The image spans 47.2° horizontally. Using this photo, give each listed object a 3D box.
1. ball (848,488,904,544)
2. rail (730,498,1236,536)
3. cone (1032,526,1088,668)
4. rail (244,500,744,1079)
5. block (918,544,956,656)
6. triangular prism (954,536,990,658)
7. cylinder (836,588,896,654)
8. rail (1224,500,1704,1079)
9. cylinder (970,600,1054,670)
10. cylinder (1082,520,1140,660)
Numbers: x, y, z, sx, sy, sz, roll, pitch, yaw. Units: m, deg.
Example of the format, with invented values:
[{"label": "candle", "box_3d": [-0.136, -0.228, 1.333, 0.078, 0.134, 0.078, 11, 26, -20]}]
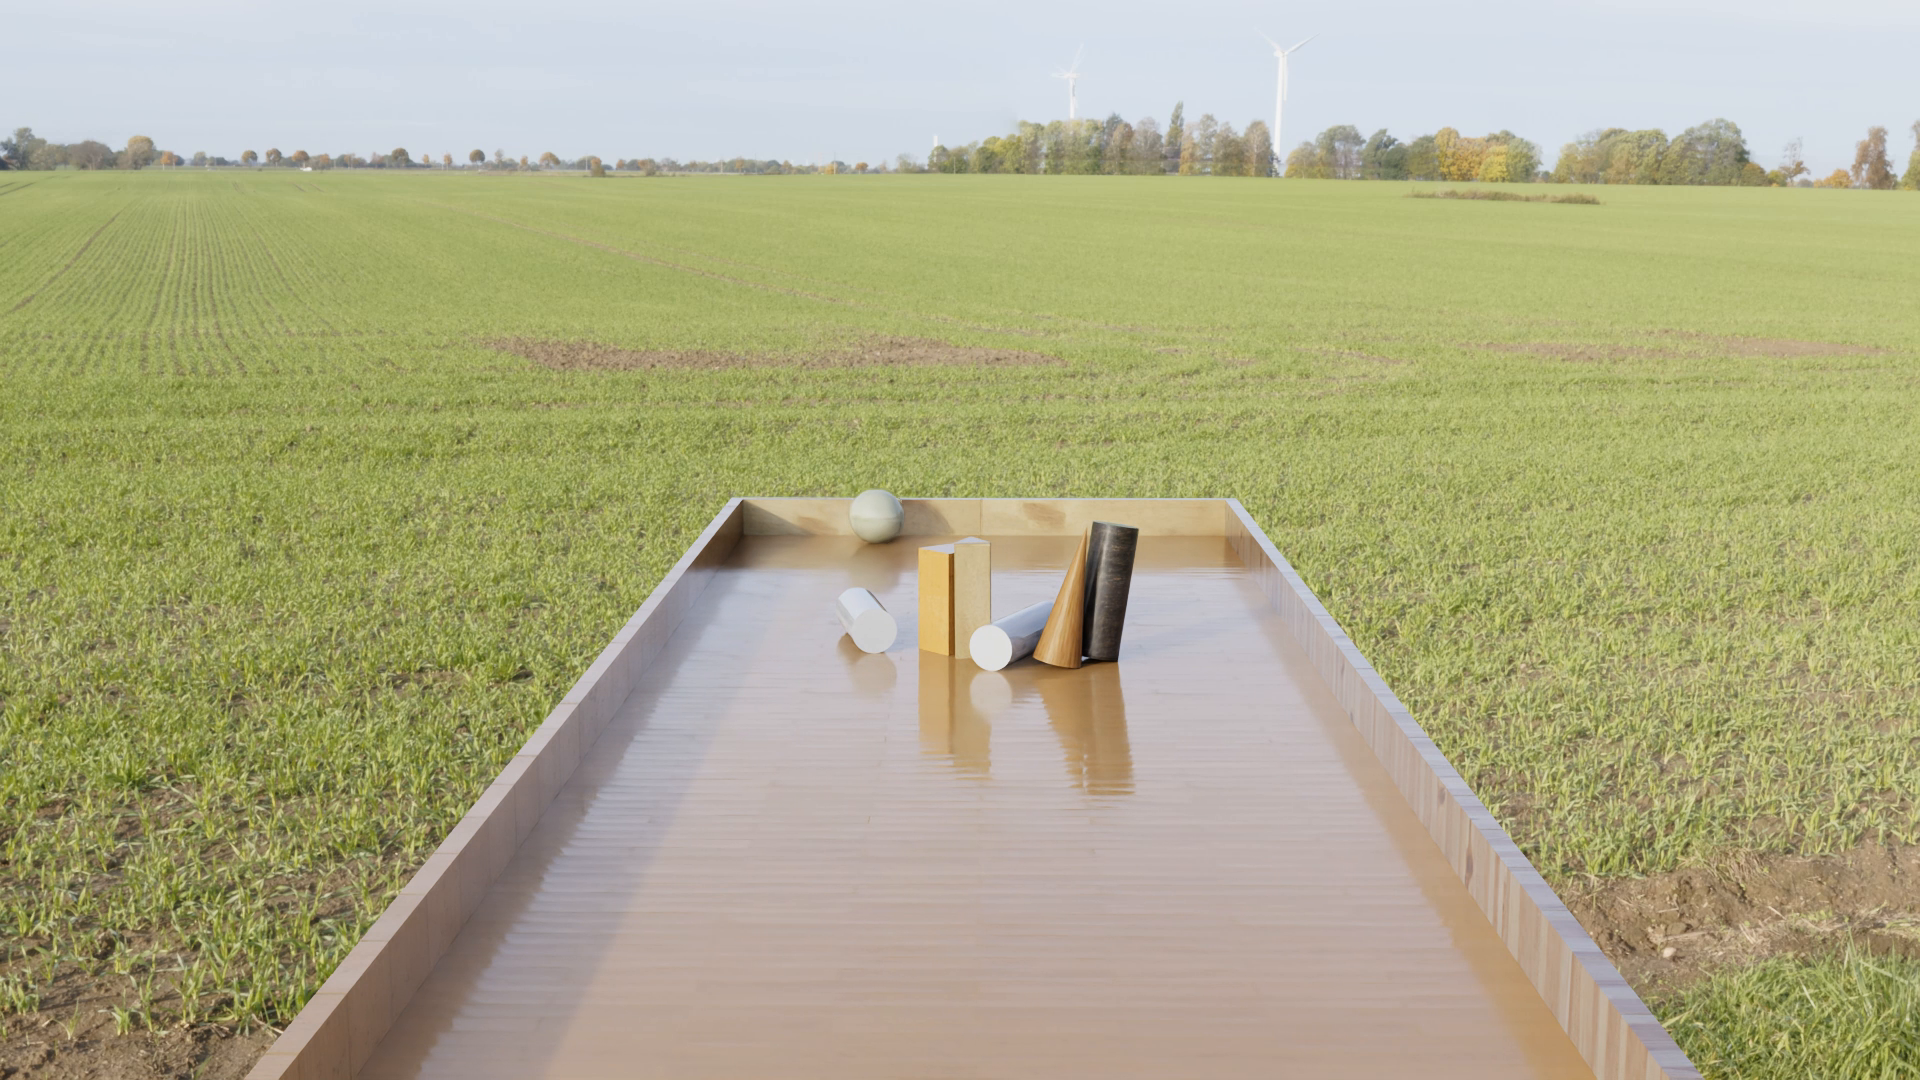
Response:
[{"label": "ball", "box_3d": [-0.341, -0.097, 8.914, 0.221, 0.221, 0.221, 0, 9, 0]}, {"label": "rail", "box_3d": [0.099, -0.098, 9.147, 2.100, 0.150, 0.050, 0, 9, 1]}, {"label": "cone", "box_3d": [0.336, 0.160, 6.584, 0.151, 0.422, 0.151, 12, 7, -2]}, {"label": "rail", "box_3d": [-1.004, 0.839, 3.234, 0.050, 0.150, 12.000, 0, 9, 1]}, {"label": "block", "box_3d": [-0.027, 0.183, 6.834, 0.144, 0.319, 0.144, -8, 12, -40]}, {"label": "triangular prism", "box_3d": [0.037, 0.176, 6.733, 0.109, 0.360, 0.094, -1, 12, -3]}, {"label": "cylinder", "box_3d": [-0.300, 0.252, 6.969, 0.141, 0.141, 0.376, -2, 9, -11]}, {"label": "rail", "box_3d": [1.046, 0.843, 3.208, 0.050, 0.150, 12.000, 0, 9, 1]}, {"label": "cylinder", "box_3d": [0.181, 0.291, 6.734, 0.139, 0.139, 0.430, 4, 10, 24]}, {"label": "cylinder", "box_3d": [0.442, 0.154, 6.683, 0.143, 0.406, 0.143, 9, 4, -1]}]
